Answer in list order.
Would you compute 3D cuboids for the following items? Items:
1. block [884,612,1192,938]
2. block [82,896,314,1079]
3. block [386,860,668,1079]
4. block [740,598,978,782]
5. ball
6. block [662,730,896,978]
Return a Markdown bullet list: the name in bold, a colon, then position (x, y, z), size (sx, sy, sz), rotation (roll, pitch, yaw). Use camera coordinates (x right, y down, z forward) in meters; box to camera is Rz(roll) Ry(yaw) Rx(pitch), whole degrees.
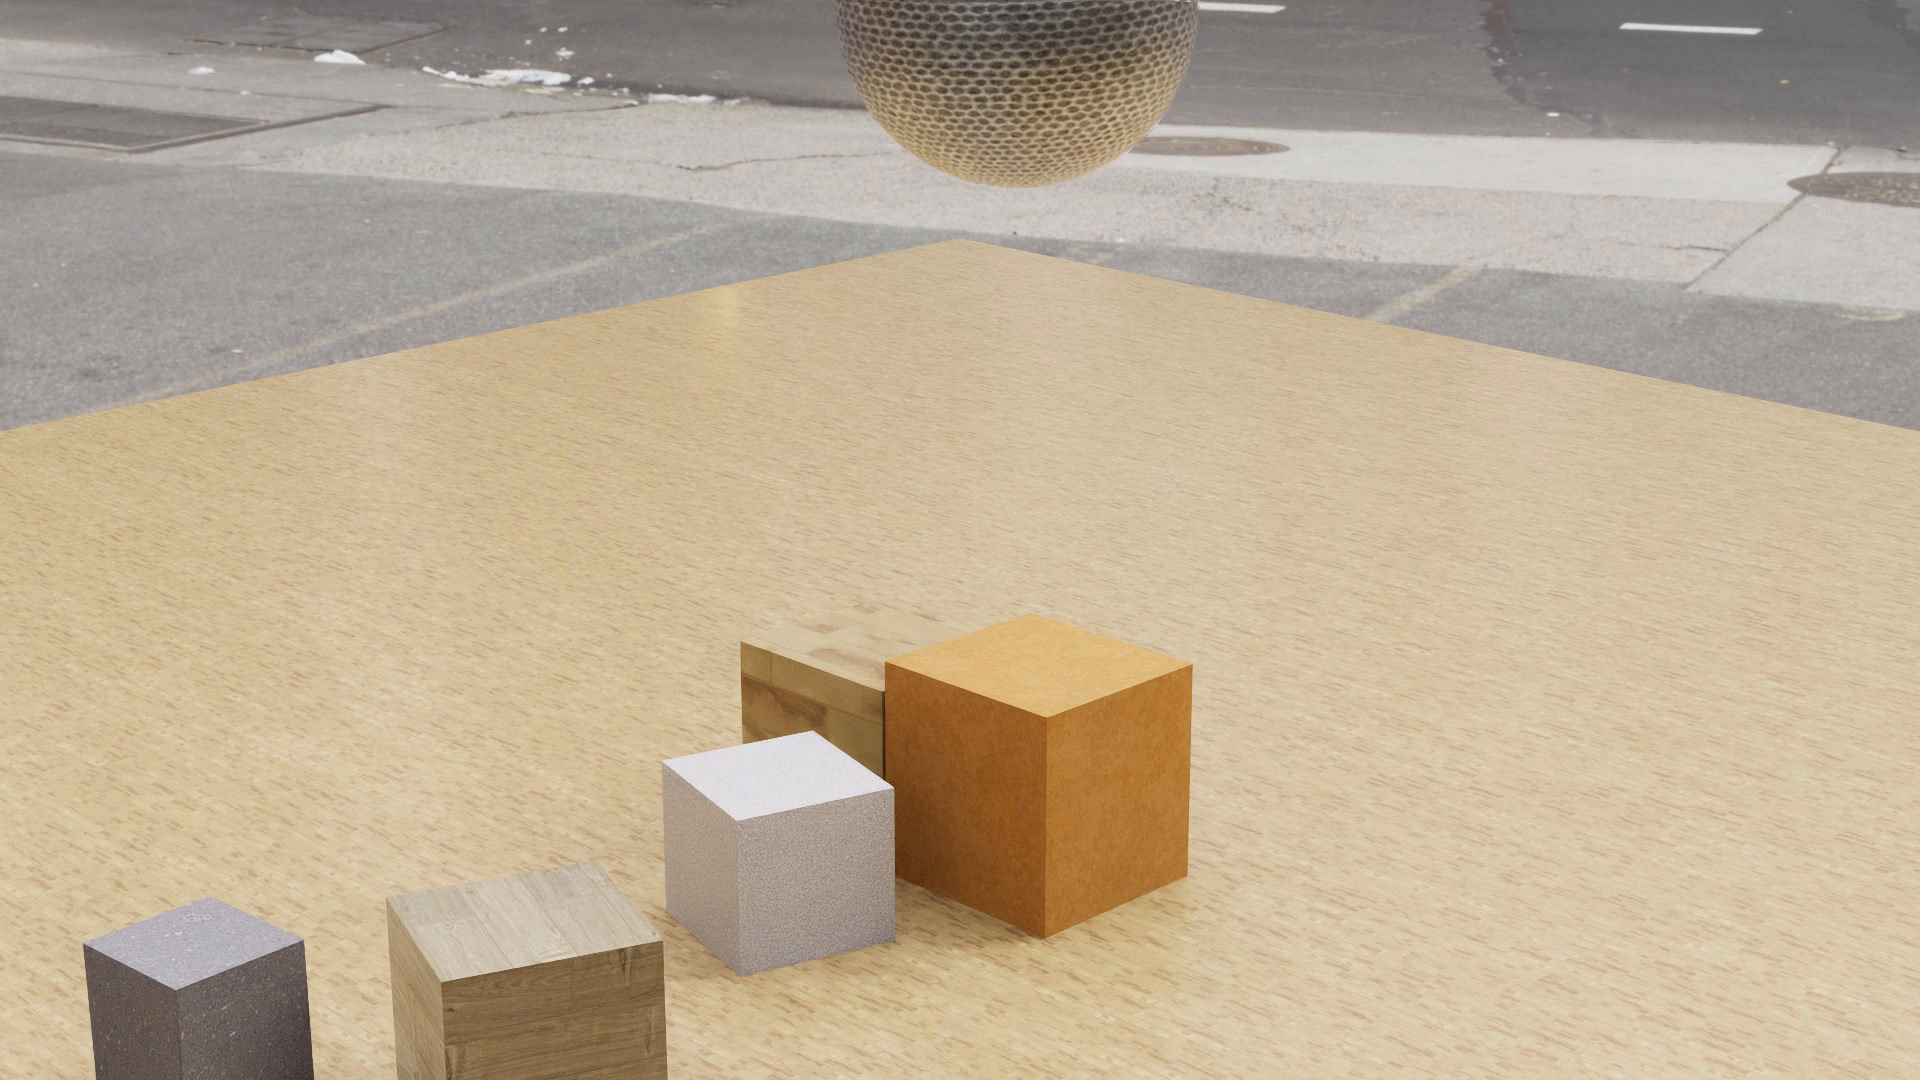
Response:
- **block**: position (0.352, 1.042, 13.309), size (0.951, 1.031, 1.003), rotation (-17, 24, -42)
- **block**: position (-2.921, 1.859, 11.278), size (0.608, 0.691, 0.575), rotation (15, 23, 39)
- **block**: position (-1.670, 1.811, 11.300), size (0.851, 0.770, 0.815), rotation (-8, 19, -23)
- **block**: position (-0.372, 0.906, 13.987), size (0.916, 0.885, 0.974), rotation (-17, 24, -42)
- **ball**: position (0.249, -2.349, 12.864), size (1.600, 1.600, 1.600), rotation (0, 17, 0)
- **block**: position (-0.796, 1.358, 12.829), size (0.744, 0.717, 0.776), rotation (-10, 20, -28)
